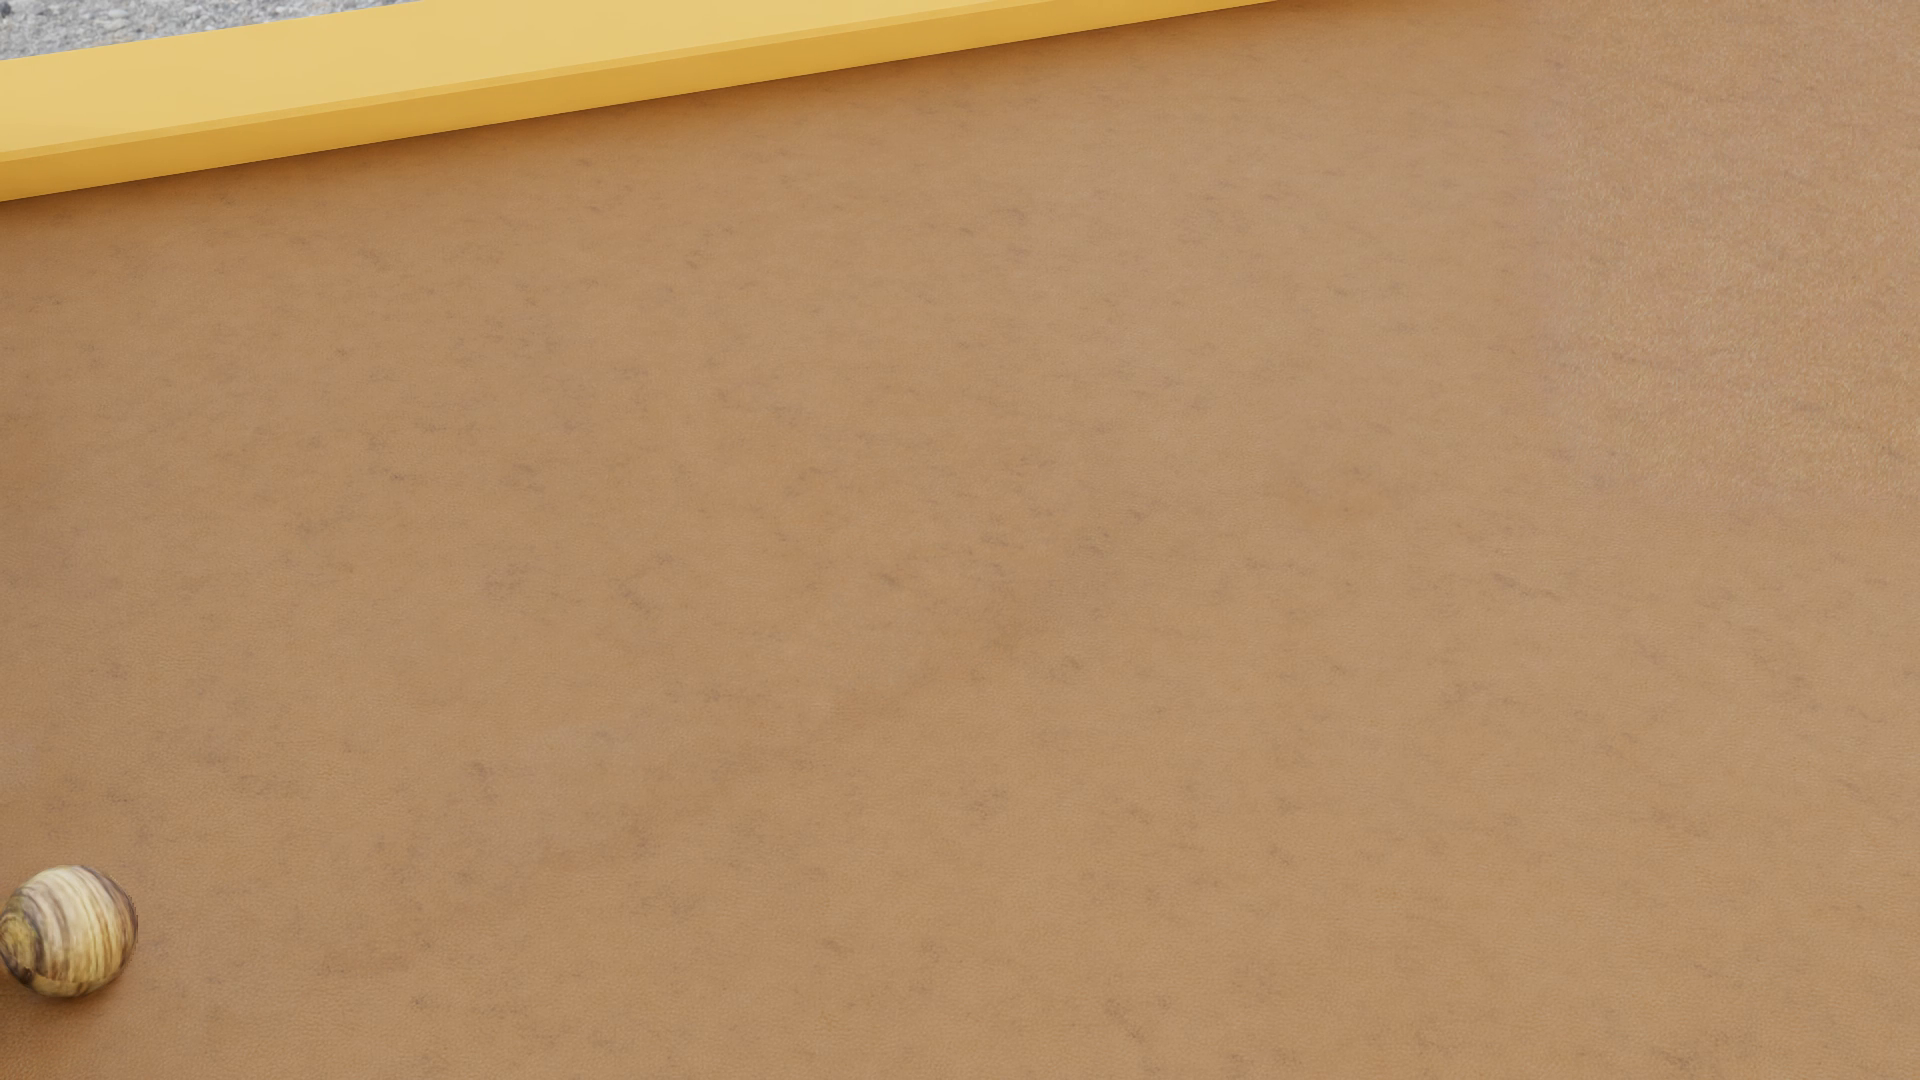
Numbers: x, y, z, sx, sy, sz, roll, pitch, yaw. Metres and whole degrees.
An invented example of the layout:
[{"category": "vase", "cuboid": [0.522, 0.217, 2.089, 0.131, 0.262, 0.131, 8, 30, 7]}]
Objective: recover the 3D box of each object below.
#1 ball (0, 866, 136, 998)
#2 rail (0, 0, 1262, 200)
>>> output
[{"category": "ball", "cuboid": [-0.446, 0.196, 1.282, 0.065, 0.065, 0.065, 0, 35, 0]}, {"category": "rail", "cuboid": [0.366, -0.533, 2.264, 2.597, 0.112, 0.045, -12, 37, -16]}]
